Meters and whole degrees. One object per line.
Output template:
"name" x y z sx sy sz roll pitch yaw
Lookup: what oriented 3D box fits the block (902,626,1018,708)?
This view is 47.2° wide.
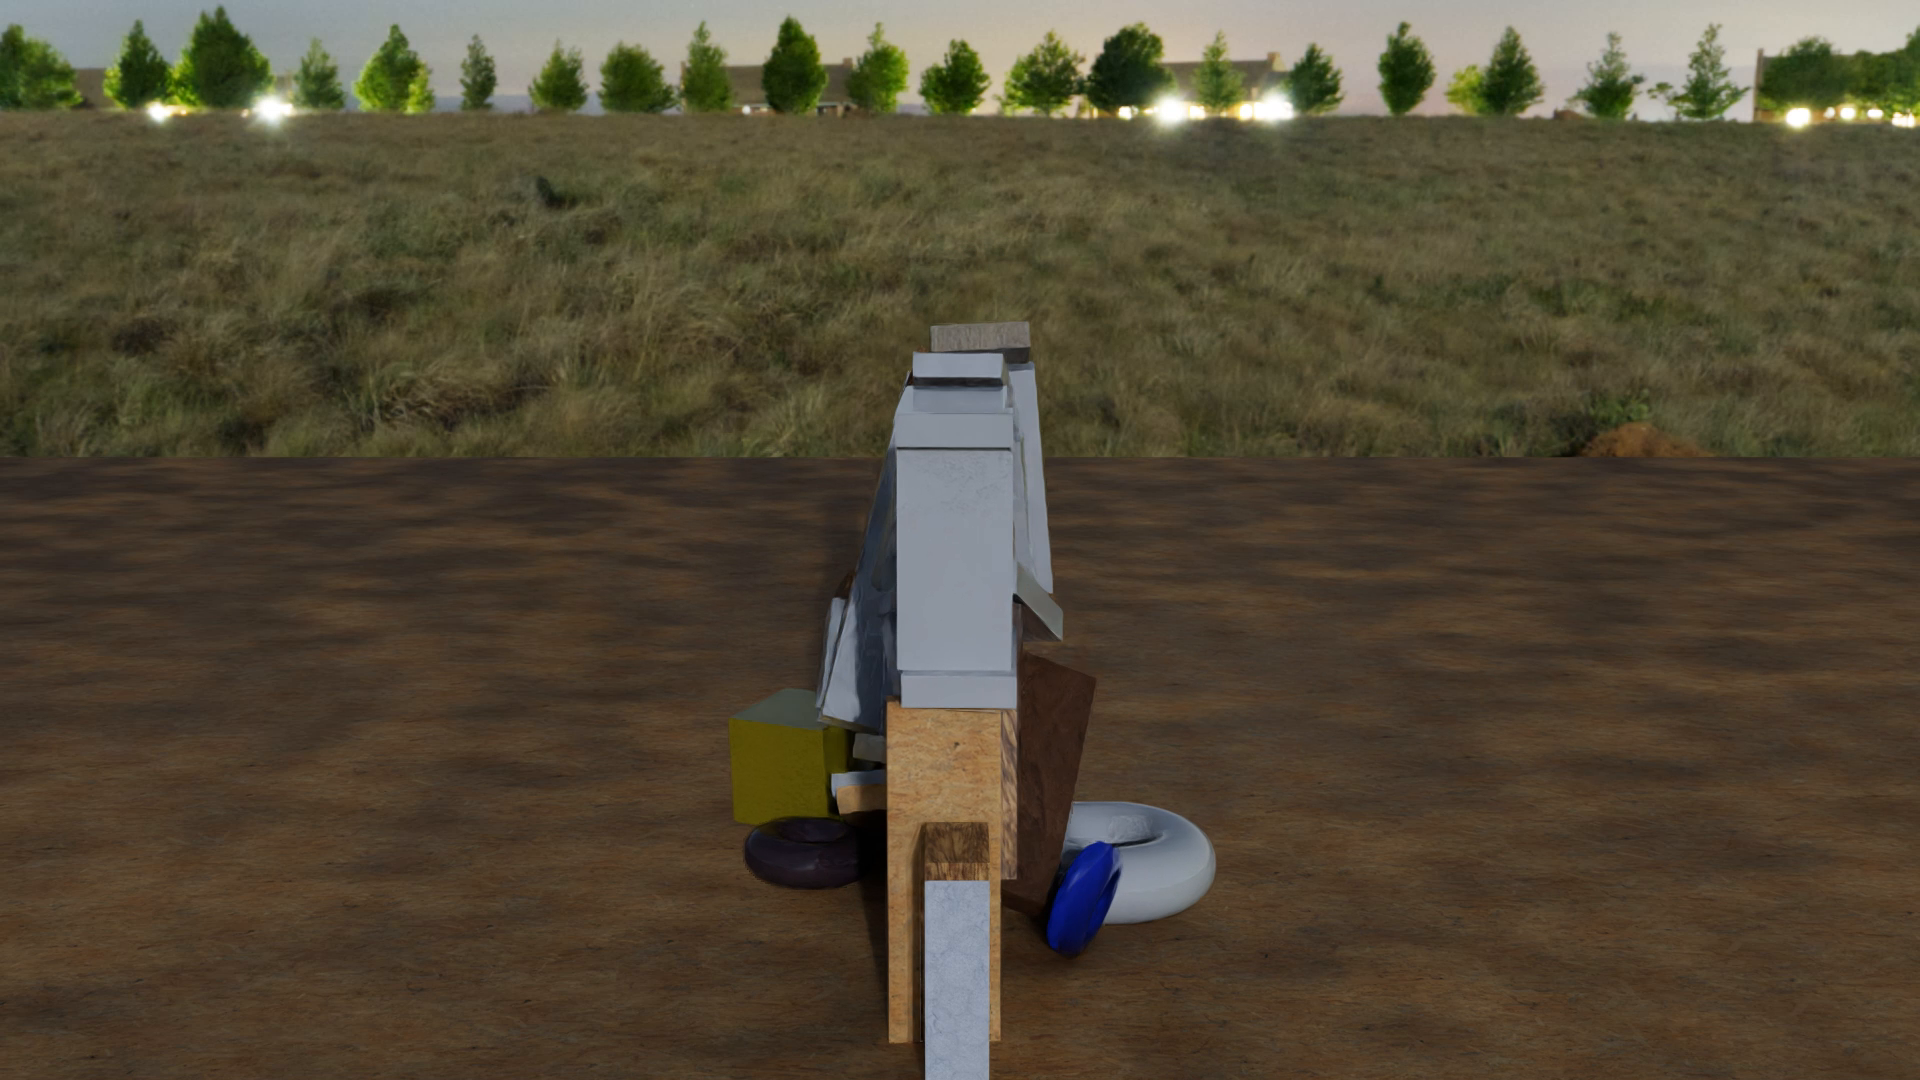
"block" 0.002 0.176 3.104 0.155 0.044 0.310 0 11 1

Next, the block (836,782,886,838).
"block" -0.112 0.466 3.797 0.155 0.044 0.310 -6 -16 4

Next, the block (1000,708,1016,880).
"block" 0.005 0.337 3.214 0.155 0.310 0.044 0 0 0

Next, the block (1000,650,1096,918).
"block" 0.094 0.381 3.540 0.178 0.431 0.050 21 -37 -9

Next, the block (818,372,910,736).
"block" -0.096 0.026 4.037 0.169 0.693 0.048 16 -23 -7

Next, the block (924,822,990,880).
"block" -0.004 0.410 2.899 0.084 0.024 0.167 0 11 0

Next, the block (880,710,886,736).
"block" -0.094 0.273 3.907 0.081 0.163 0.023 9 -22 -10

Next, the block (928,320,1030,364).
"block" 0.025 -0.271 3.577 0.154 0.044 0.309 -3 -17 -4

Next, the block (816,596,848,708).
"block" -0.187 0.224 4.092 0.138 0.039 0.276 17 35 -11

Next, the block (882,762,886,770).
"block" -0.121 0.428 4.461 0.102 0.029 0.203 3 10 6

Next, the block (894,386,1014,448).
"block" -0.004 -0.173 3.037 0.155 0.044 0.310 0 11 1

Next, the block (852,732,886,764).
"block" -0.064 0.369 3.750 0.155 0.044 0.310 11 -6 -18

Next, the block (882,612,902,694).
"block" -0.049 0.241 3.774 0.138 0.039 0.276 12 36 -19

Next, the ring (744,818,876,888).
"ring" -0.257 0.533 3.758 0.226 0.075 0.226 4 10 -1

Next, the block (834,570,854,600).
"block" -0.177 0.103 4.158 0.102 0.029 0.203 16 -14 -7

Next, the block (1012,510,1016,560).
"block" 0.008 -0.091 3.294 0.132 0.264 0.037 1 26 11

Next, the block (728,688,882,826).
"block" -0.283 0.408 4.067 0.201 0.201 0.201 6 15 27

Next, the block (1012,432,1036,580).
"block" 0.042 -0.042 3.465 0.132 0.264 0.037 0 28 11

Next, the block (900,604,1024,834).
"block" 0.000 0.274 3.331 0.178 0.356 0.050 1 -4 5

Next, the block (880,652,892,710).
"block" -0.094 0.242 3.840 0.081 0.023 0.163 9 35 -6

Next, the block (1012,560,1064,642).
"block" 0.041 0.101 3.477 0.178 0.050 0.356 -1 -14 14

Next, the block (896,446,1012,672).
"block" -0.007 0.021 2.970 0.155 0.310 0.044 0 11 1

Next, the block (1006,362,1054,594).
"block" 0.058 -0.091 3.536 0.154 0.379 0.044 -5 20 2

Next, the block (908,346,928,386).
"block" -0.005 -0.287 4.013 0.169 0.048 0.338 15 12 -3

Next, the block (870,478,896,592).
"block" -0.036 -0.064 3.909 0.169 0.338 0.048 10 9 -18

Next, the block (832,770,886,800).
"block" -0.137 0.448 3.889 0.138 0.039 0.276 -5 -15 5

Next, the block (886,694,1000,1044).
"block" -0.023 0.457 3.051 0.155 0.487 0.044 -1 9 -3

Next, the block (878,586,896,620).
"block" -0.036 0.104 3.800 0.138 0.039 0.276 11 -15 -16

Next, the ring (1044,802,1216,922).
"ring" 0.240 0.532 3.648 0.370 0.123 0.370 0 11 0

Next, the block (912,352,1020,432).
"block" 0.013 -0.216 3.332 0.132 0.037 0.264 2 -17 8

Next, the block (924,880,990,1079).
"block" -0.004 0.582 2.874 0.084 0.306 0.024 0 11 0

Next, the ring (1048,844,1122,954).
"ring" 0.192 0.553 3.388 0.061 0.184 0.184 23 18 17
